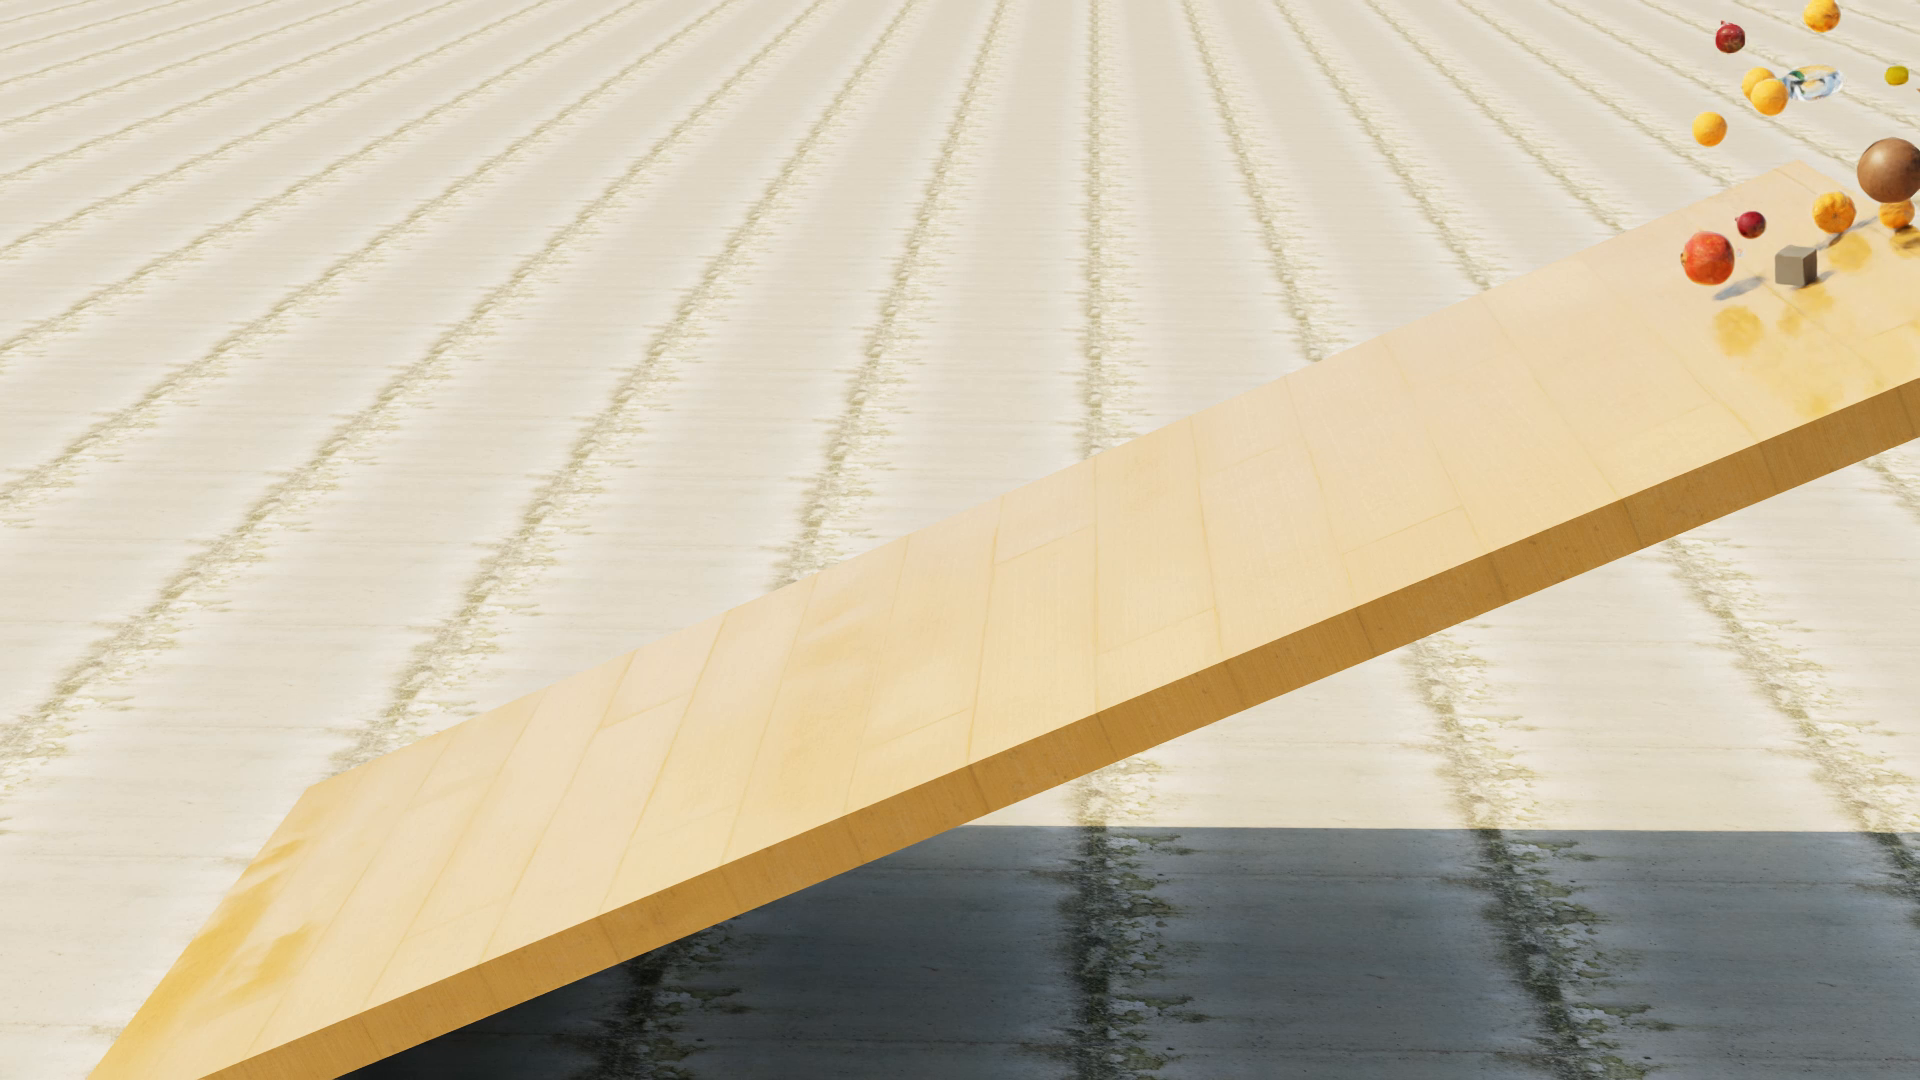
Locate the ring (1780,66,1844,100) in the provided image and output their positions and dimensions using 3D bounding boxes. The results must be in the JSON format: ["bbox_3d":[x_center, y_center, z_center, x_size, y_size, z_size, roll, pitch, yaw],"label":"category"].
[{"bbox_3d":[1.675,-0.899,5.783,0.123,0.041,0.123,-11,26,5],"label":"ring"}]

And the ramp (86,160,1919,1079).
[{"bbox_3d":[0.132,0.170,6.284,4.000,0.100,2.000,-23,13,8],"label":"ramp"}]

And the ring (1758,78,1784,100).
[{"bbox_3d":[1.634,-0.902,5.873,0.083,0.028,0.083,-25,7,3],"label":"ring"}]

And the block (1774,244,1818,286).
[{"bbox_3d":[1.680,-0.551,5.909,0.062,0.062,0.062,13,31,39],"label":"block"}]
